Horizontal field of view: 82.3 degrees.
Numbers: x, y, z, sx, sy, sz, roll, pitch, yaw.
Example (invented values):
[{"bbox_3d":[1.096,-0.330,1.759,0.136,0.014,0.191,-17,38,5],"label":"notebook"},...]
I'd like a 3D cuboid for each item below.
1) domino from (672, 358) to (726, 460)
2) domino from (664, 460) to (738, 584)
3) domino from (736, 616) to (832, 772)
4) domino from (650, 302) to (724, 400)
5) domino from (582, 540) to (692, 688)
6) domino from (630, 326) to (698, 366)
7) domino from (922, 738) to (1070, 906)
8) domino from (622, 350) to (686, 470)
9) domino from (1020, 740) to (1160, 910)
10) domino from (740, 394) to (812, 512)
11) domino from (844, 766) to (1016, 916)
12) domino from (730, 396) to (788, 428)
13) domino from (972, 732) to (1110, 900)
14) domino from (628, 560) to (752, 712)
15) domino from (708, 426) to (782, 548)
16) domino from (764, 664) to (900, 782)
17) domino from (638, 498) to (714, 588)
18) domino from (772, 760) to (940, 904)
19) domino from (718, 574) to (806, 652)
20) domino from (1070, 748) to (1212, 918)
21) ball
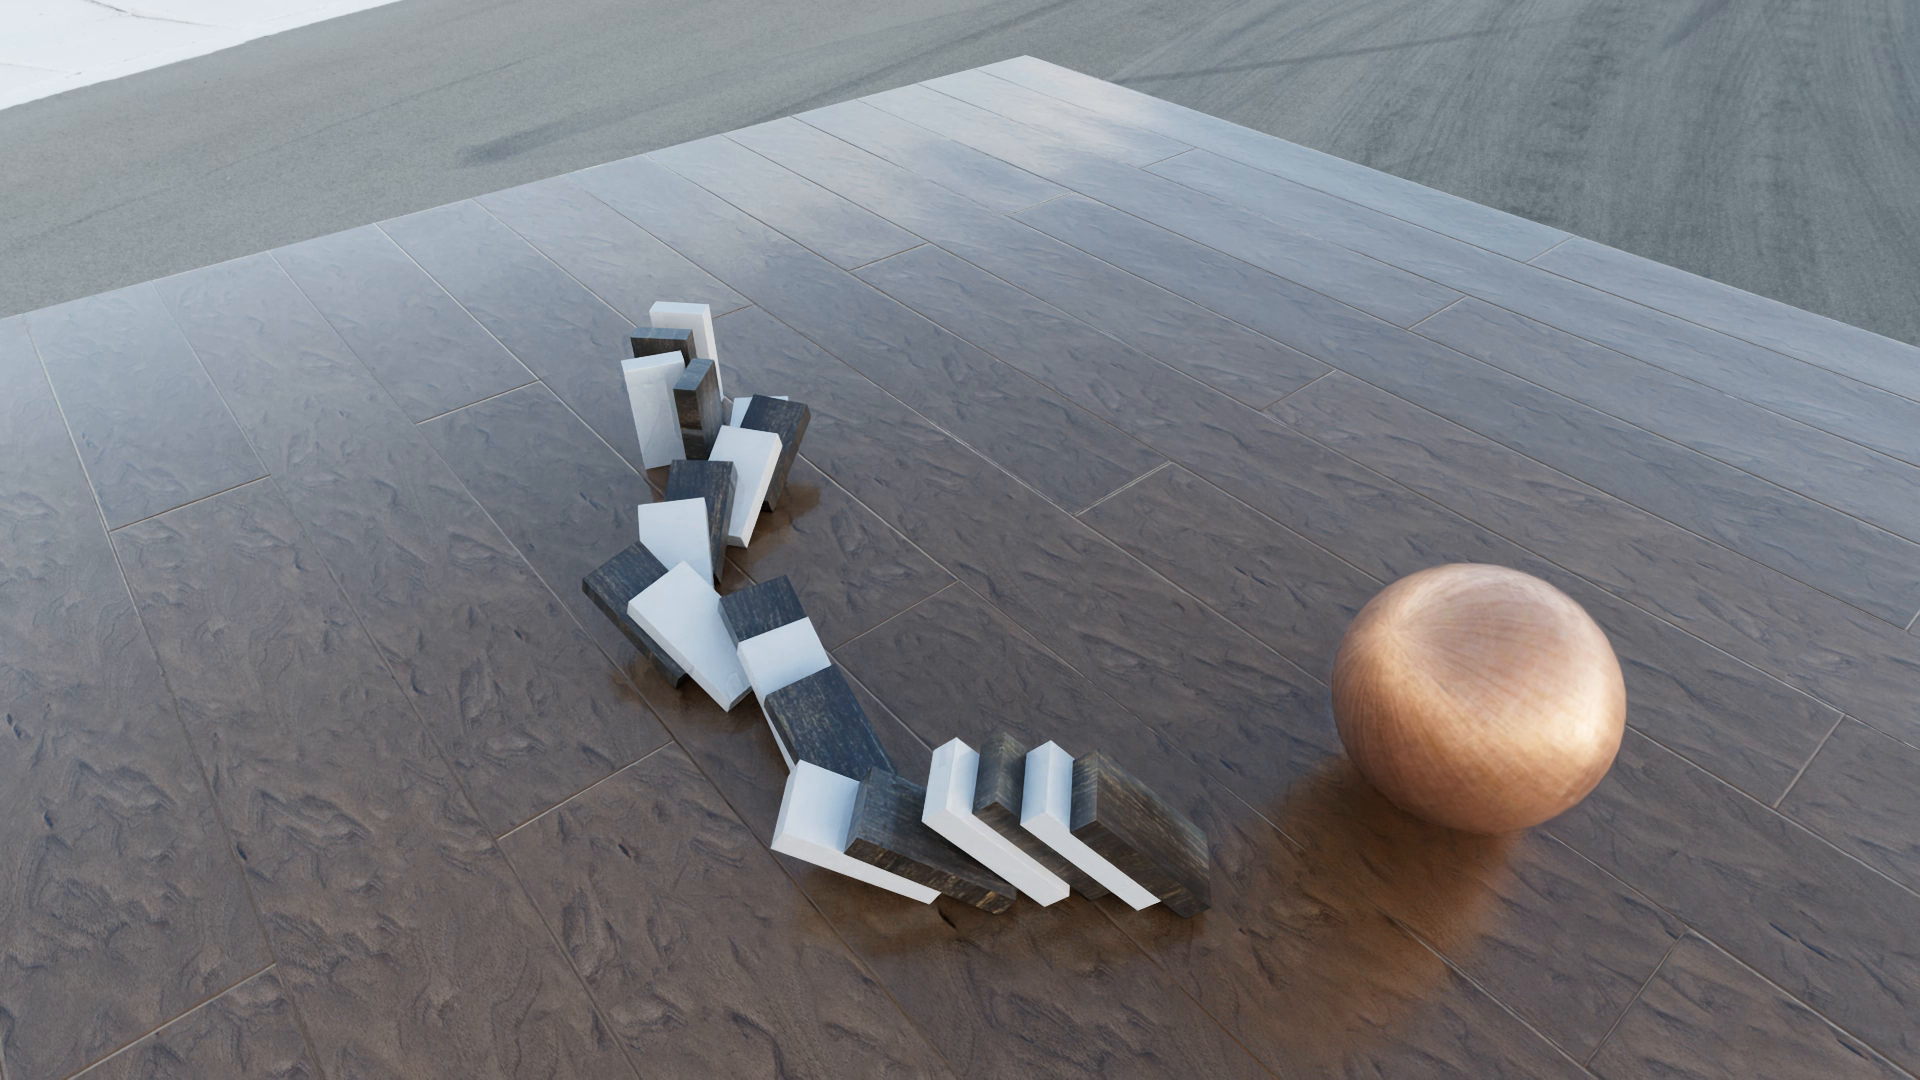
[{"bbox_3d":[-0.110,-0.050,0.472,0.009,0.050,0.025,5,40,6],"label":"domino"},{"bbox_3d":[-0.105,-0.008,0.437,0.025,0.010,0.050,2,64,2],"label":"domino"},{"bbox_3d":[-0.052,0.053,0.363,0.025,0.010,0.050,-20,69,-24],"label":"domino"},{"bbox_3d":[-0.128,-0.087,0.517,0.025,0.050,0.010,4,40,5],"label":"domino"},{"bbox_3d":[-0.108,0.026,0.393,0.050,0.010,0.025,44,56,8],"label":"domino"},{"bbox_3d":[-0.131,-0.071,0.499,0.025,0.050,0.009,3,39,4],"label":"domino"},{"bbox_3d":[0.012,0.082,0.318,0.010,0.050,0.025,-35,27,31],"label":"domino"},{"bbox_3d":[-0.130,-0.056,0.480,0.025,0.050,0.009,-13,41,-16],"label":"domino"},{"bbox_3d":[0.039,0.083,0.317,0.050,0.010,0.025,40,34,-23],"label":"domino"},{"bbox_3d":[-0.085,-0.038,0.474,0.025,0.010,0.050,12,64,10],"label":"domino"},{"bbox_3d":[-0.007,0.087,0.320,0.050,0.010,0.025,25,38,-13],"label":"domino"},{"bbox_3d":[-0.092,-0.048,0.502,0.025,0.009,0.050,-3,39,-3],"label":"domino"},{"bbox_3d":[0.026,0.080,0.320,0.050,0.010,0.025,41,34,-22],"label":"domino"},{"bbox_3d":[-0.089,0.033,0.385,0.050,0.010,0.025,43,56,7],"label":"domino"},{"bbox_3d":[-0.094,-0.023,0.456,0.025,0.010,0.050,9,63,10],"label":"domino"},{"bbox_3d":[-0.039,0.067,0.347,0.025,0.010,0.050,-23,69,-26],"label":"domino"},{"bbox_3d":[-0.107,0.009,0.417,0.025,0.010,0.050,-7,64,-9],"label":"domino"},{"bbox_3d":[-0.028,0.085,0.322,0.050,0.010,0.025,24,38,-14],"label":"domino"},{"bbox_3d":[-0.062,0.039,0.379,0.025,0.009,0.050,-20,69,-25],"label":"domino"},{"bbox_3d":[0.052,0.084,0.315,0.050,0.010,0.025,40,34,-23],"label":"domino"},{"bbox_3d":[0.154,0.047,0.330,0.080,0.080,0.080,0,39,0],"label":"ball"}]
